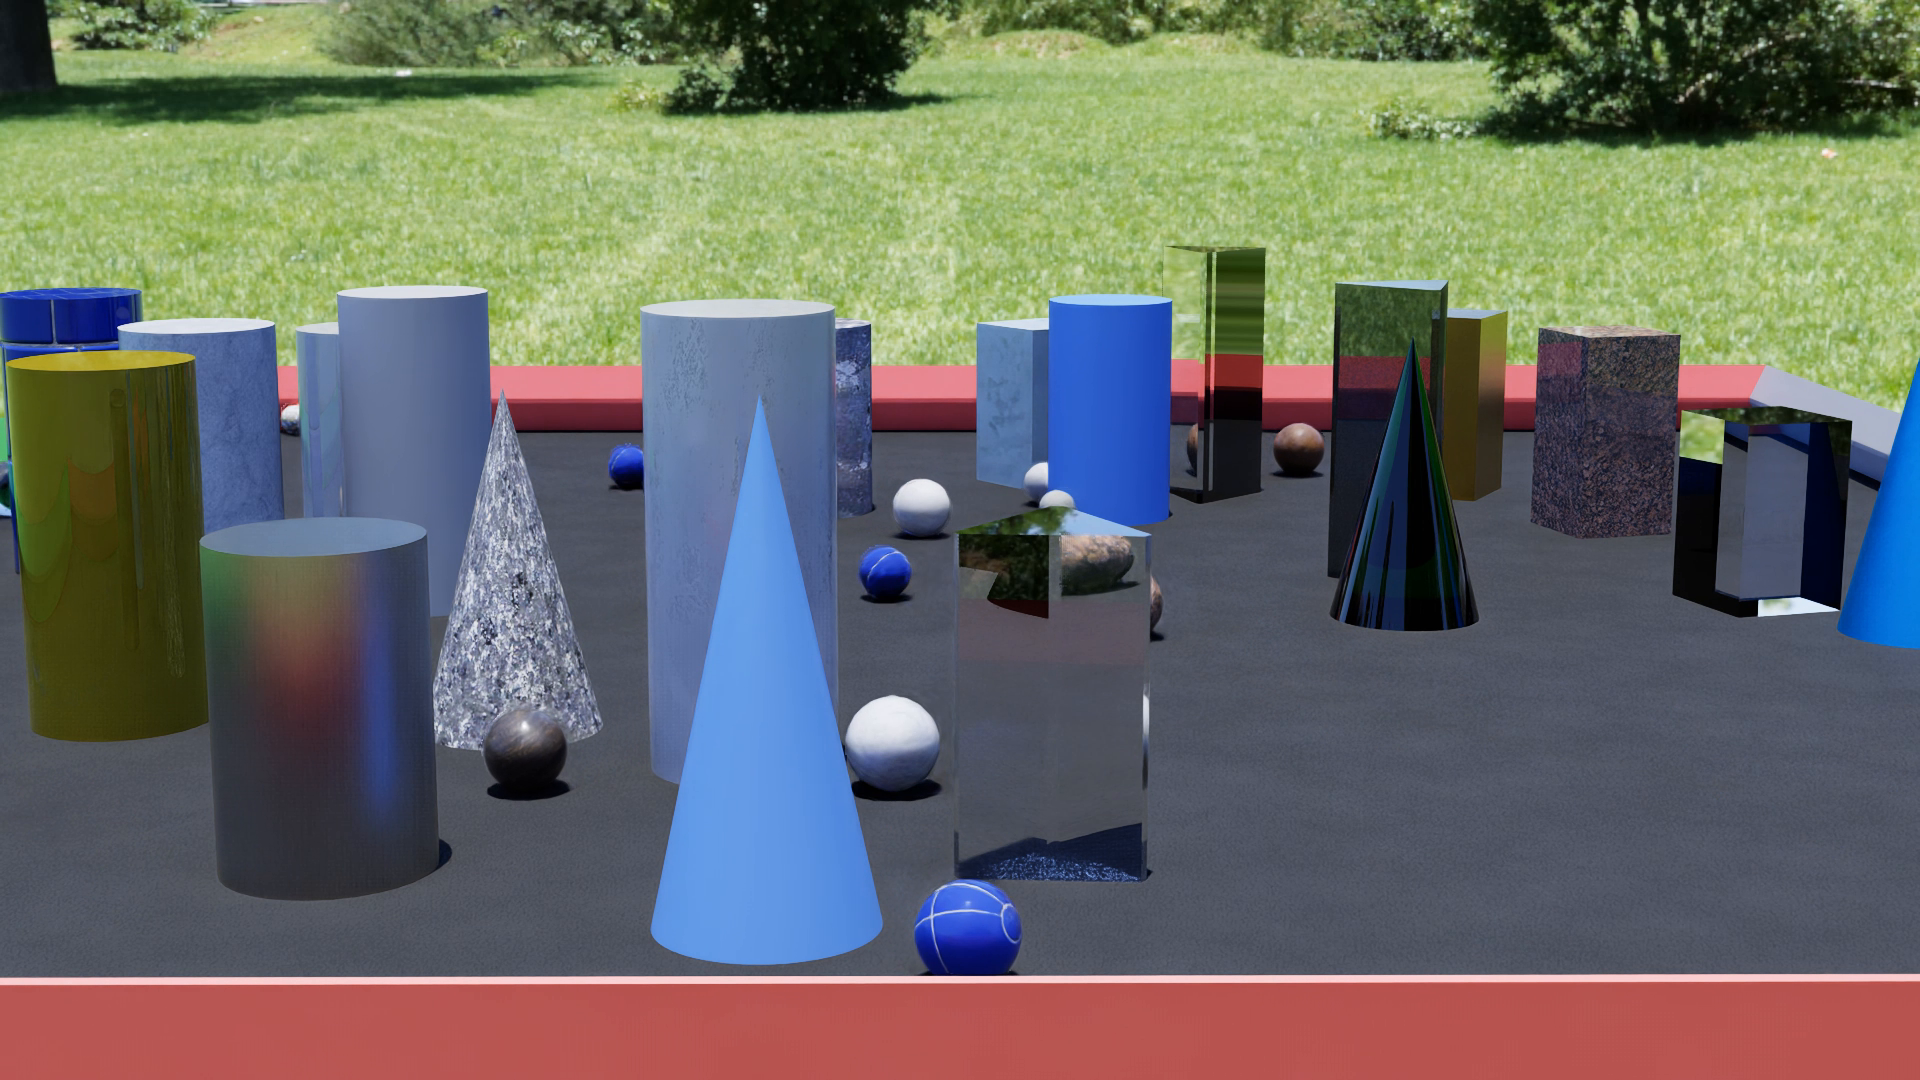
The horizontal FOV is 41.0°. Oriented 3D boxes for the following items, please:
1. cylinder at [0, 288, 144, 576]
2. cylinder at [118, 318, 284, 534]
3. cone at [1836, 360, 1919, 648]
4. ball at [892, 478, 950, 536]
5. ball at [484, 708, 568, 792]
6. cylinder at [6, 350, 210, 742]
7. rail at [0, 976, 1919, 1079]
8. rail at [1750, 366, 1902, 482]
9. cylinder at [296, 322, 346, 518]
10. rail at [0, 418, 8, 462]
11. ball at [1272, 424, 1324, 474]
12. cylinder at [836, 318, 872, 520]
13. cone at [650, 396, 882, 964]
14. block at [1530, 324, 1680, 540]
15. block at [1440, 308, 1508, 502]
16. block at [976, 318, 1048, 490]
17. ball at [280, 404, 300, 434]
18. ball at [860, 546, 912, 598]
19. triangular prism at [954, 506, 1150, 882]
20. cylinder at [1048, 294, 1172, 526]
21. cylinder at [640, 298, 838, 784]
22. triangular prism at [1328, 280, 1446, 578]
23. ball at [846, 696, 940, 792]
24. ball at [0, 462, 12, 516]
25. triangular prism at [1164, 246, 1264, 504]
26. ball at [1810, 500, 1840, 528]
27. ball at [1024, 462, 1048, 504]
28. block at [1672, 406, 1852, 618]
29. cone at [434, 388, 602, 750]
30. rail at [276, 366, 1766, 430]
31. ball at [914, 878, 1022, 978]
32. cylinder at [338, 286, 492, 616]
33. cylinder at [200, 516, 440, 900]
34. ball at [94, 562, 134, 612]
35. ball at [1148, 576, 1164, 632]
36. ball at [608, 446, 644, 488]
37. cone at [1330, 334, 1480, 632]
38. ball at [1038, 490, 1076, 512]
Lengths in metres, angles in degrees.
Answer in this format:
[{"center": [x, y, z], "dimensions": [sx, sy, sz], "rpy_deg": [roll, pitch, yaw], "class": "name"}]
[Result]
[{"center": [-1.283, -0.158, 3.736], "dimensions": [0.199, 0.403, 0.199], "rpy_deg": [0, 10, 0], "class": "cylinder"}, {"center": [-1.002, -0.090, 3.404], "dimensions": [0.199, 0.390, 0.199], "rpy_deg": [0, 10, 0], "class": "cylinder"}, {"center": [1.245, -0.101, 3.296], "dimensions": [0.199, 0.451, 0.199], "rpy_deg": [0, 10, 0], "class": "cone"}, {"center": [-0.060, -0.051, 4.013], "dimensions": [0.091, 0.091, 0.091], "rpy_deg": [0, 10, 0], "class": "ball"}, {"center": [-0.441, 0.213, 2.605], "dimensions": [0.084, 0.084, 0.084], "rpy_deg": [0, 10, 0], "class": "ball"}, {"center": [-0.944, 0.002, 2.859], "dimensions": [0.199, 0.407, 0.199], "rpy_deg": [0, 10, 0], "class": "cylinder"}, {"center": [0.010, 0.350, 1.735], "dimensions": [3.281, 0.129, 0.045], "rpy_deg": [0, 10, 0], "class": "rail"}, {"center": [1.617, 0.032, 3.458], "dimensions": [0.045, 0.129, 3.533], "rpy_deg": [0, 10, 0], "class": "rail"}, {"center": [-0.877, -0.143, 3.810], "dimensions": [0.199, 0.347, 0.199], "rpy_deg": [0, 10, 0], "class": "cylinder"}, {"center": [-1.617, 0.035, 3.440], "dimensions": [0.045, 0.129, 3.533], "rpy_deg": [0, 10, 0], "class": "rail"}, {"center": [0.610, -0.164, 4.619], "dimensions": [0.093, 0.093, 0.093], "rpy_deg": [0, 10, 0], "class": "ball"}, {"center": [-0.245, -0.203, 4.231], "dimensions": [0.199, 0.311, 0.199], "rpy_deg": [0, 10, 0], "class": "cylinder"}, {"center": [-0.166, 0.105, 2.161], "dimensions": [0.199, 0.459, 0.199], "rpy_deg": [0, 10, 0], "class": "cone"}, {"center": [1.021, -0.174, 4.064], "dimensions": [0.159, 0.315, 0.159], "rpy_deg": [-3, 11, -16], "class": "block"}, {"center": [0.837, -0.237, 4.420], "dimensions": [0.159, 0.310, 0.159], "rpy_deg": [5, 12, 27], "class": "block"}, {"center": [0.141, -0.242, 4.529], "dimensions": [0.159, 0.280, 0.159], "rpy_deg": [-8, 13, -36], "class": "block"}, {"center": [-1.327, -0.241, 5.125], "dimensions": [0.060, 0.060, 0.060], "rpy_deg": [0, 10, 0], "class": "ball"}, {"center": [-0.103, 0.045, 3.547], "dimensions": [0.072, 0.072, 0.072], "rpy_deg": [0, 10, 0], "class": "ball"}, {"center": [0.087, 0.138, 2.370], "dimensions": [0.172, 0.318, 0.149], "rpy_deg": [1, 11, 4], "class": "triangular prism"}, {"center": [0.243, -0.214, 4.173], "dimensions": [0.199, 0.354, 0.199], "rpy_deg": [0, 10, 0], "class": "cylinder"}, {"center": [-0.227, 0.000, 2.666], "dimensions": [0.199, 0.482, 0.199], "rpy_deg": [0, 10, 0], "class": "cylinder"}, {"center": [0.644, -0.155, 3.662], "dimensions": [0.172, 0.423, 0.149], "rpy_deg": [10, 15, 44], "class": "triangular prism"}, {"center": [-0.068, 0.207, 2.606], "dimensions": [0.097, 0.097, 0.097], "rpy_deg": [0, 10, 0], "class": "ball"}, {"center": [-1.557, -0.084, 4.199], "dimensions": [0.090, 0.090, 0.090], "rpy_deg": [0, 10, 0], "class": "ball"}, {"center": [0.406, -0.289, 4.392], "dimensions": [0.149, 0.421, 0.172], "rpy_deg": [9, 14, 41], "class": "triangular prism"}, {"center": [1.377, -0.041, 4.083], "dimensions": [0.046, 0.046, 0.046], "rpy_deg": [0, 10, 0], "class": "ball"}, {"center": [0.143, -0.095, 4.305], "dimensions": [0.071, 0.071, 0.071], "rpy_deg": [0, 10, 0], "class": "ball"}, {"center": [1.092, -0.041, 3.501], "dimensions": [0.159, 0.259, 0.159], "rpy_deg": [-3, 11, -17], "class": "block"}, {"center": [-0.498, 0.021, 2.825], "dimensions": [0.199, 0.383, 0.199], "rpy_deg": [0, 10, 0], "class": "cone"}, {"center": [-0.010, -0.284, 5.162], "dimensions": [3.281, 0.129, 0.045], "rpy_deg": [0, 10, 0], "class": "rail"}, {"center": [0.007, 0.314, 2.052], "dimensions": [0.086, 0.086, 0.086], "rpy_deg": [0, 10, 0], "class": "ball"}, {"center": [-0.736, -0.124, 3.489], "dimensions": [0.199, 0.426, 0.199], "rpy_deg": [0, 10, 0], "class": "cylinder"}, {"center": [-0.581, 0.149, 2.336], "dimensions": [0.199, 0.309, 0.199], "rpy_deg": [0, 10, 0], "class": "cylinder"}, {"center": [-1.134, 0.064, 3.462], "dimensions": [0.066, 0.066, 0.066], "rpy_deg": [0, 10, 0], "class": "ball"}, {"center": [0.217, 0.081, 3.302], "dimensions": [0.090, 0.090, 0.090], "rpy_deg": [0, 10, 0], "class": "ball"}, {"center": [-0.579, -0.128, 4.482], "dimensions": [0.072, 0.072, 0.072], "rpy_deg": [0, 10, 0], "class": "ball"}, {"center": [0.596, -0.085, 3.408], "dimensions": [0.199, 0.378, 0.199], "rpy_deg": [0, 10, 0], "class": "cone"}, {"center": [0.155, -0.051, 4.102], "dimensions": [0.059, 0.059, 0.059], "rpy_deg": [0, 10, 0], "class": "ball"}]
